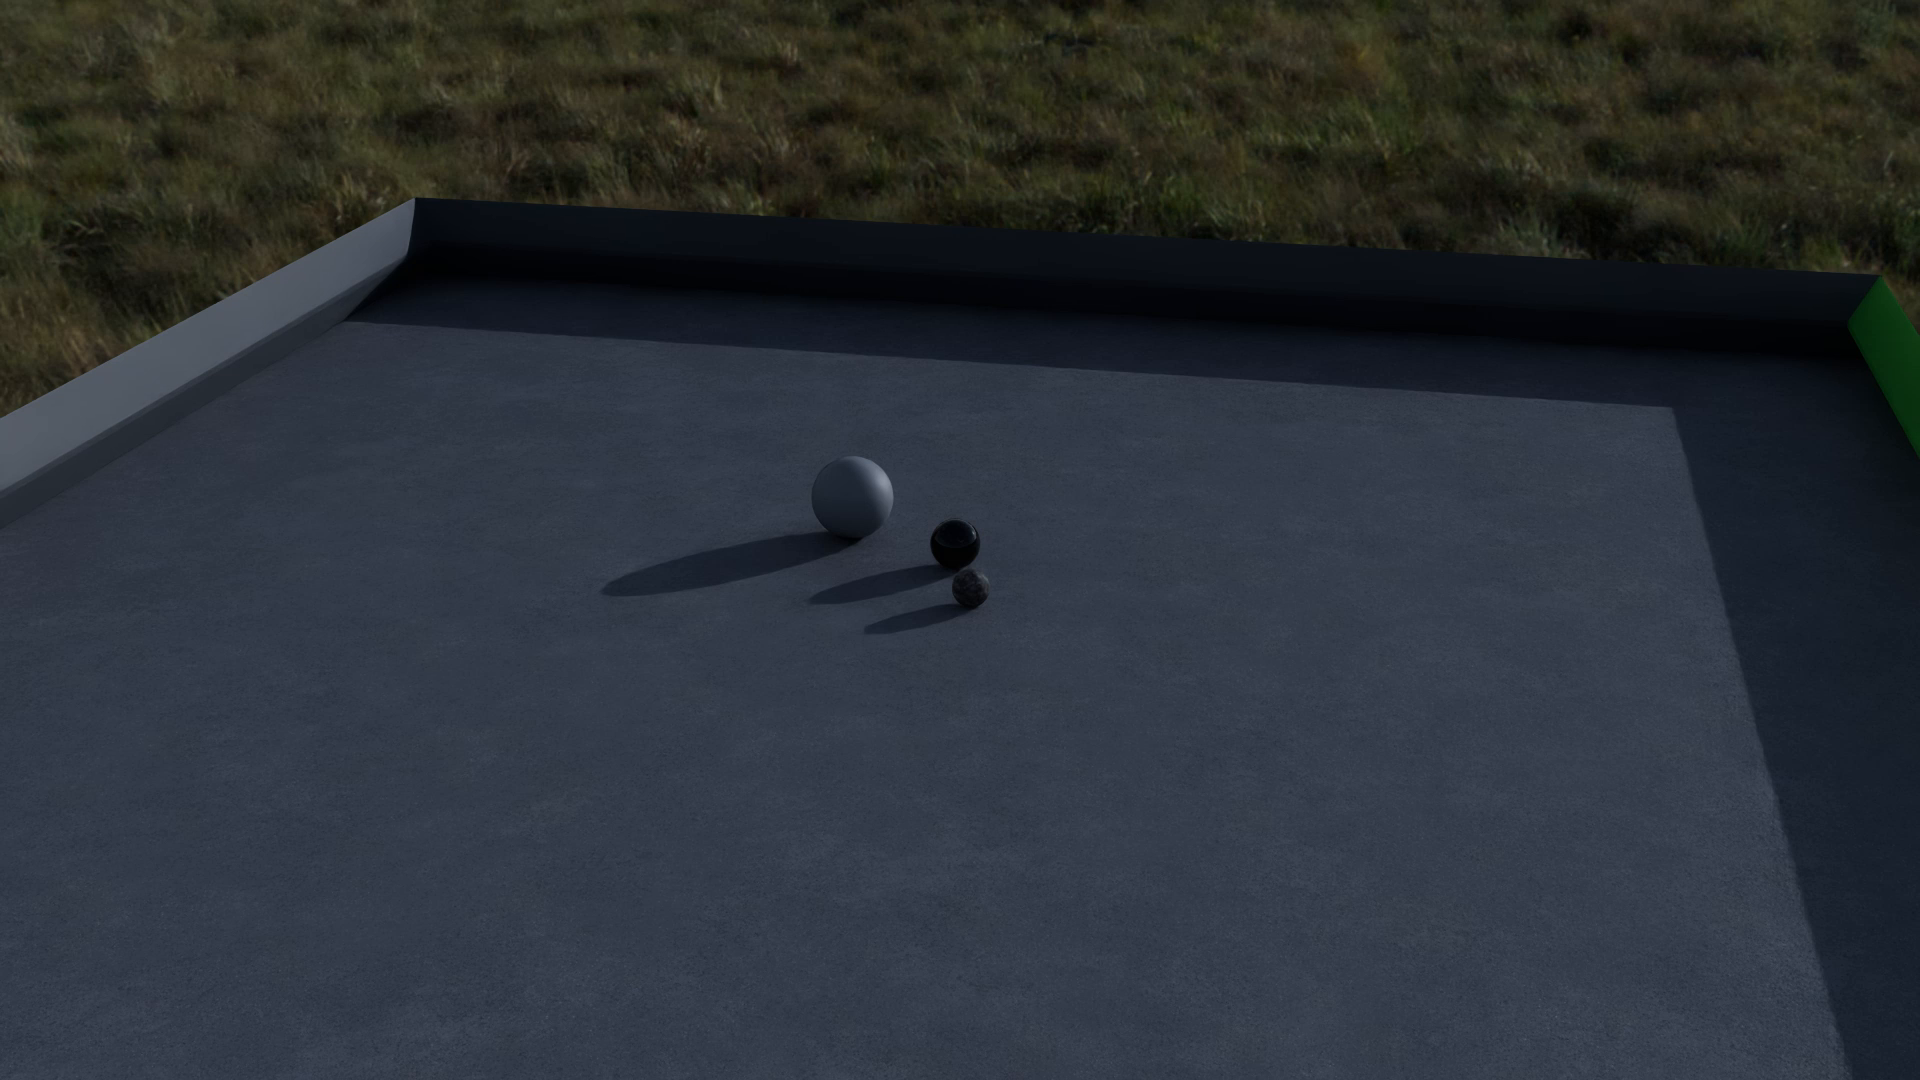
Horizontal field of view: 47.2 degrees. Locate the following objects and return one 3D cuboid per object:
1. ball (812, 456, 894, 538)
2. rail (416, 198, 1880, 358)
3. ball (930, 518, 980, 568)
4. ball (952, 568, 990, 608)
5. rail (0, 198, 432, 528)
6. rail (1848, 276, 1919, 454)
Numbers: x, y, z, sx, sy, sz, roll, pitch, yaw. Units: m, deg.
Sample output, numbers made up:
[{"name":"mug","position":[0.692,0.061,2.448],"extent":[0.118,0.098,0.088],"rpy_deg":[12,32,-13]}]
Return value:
[{"name":"ball","position":[-0.129,-0.051,2.644],"extent":[0.099,0.099,0.099],"rpy_deg":[0,22,0]},{"name":"rail","position":[0.218,-0.418,3.493],"extent":[2.342,0.129,0.045],"rpy_deg":[5,23,11]},{"name":"ball","position":[-0.005,0.004,2.562],"extent":[0.059,0.059,0.059],"rpy_deg":[0,22,0]},{"name":"ball","position":[0.012,0.054,2.463],"extent":[0.043,0.043,0.043],"rpy_deg":[0,22,0]},{"name":"rail","position":[-1.345,0.276,1.806],"extent":[0.045,0.129,4.268],"rpy_deg":[5,23,11]},{"name":"rail","position":[0.899,0.459,1.363],"extent":[0.045,0.129,4.268],"rpy_deg":[5,23,11]}]
